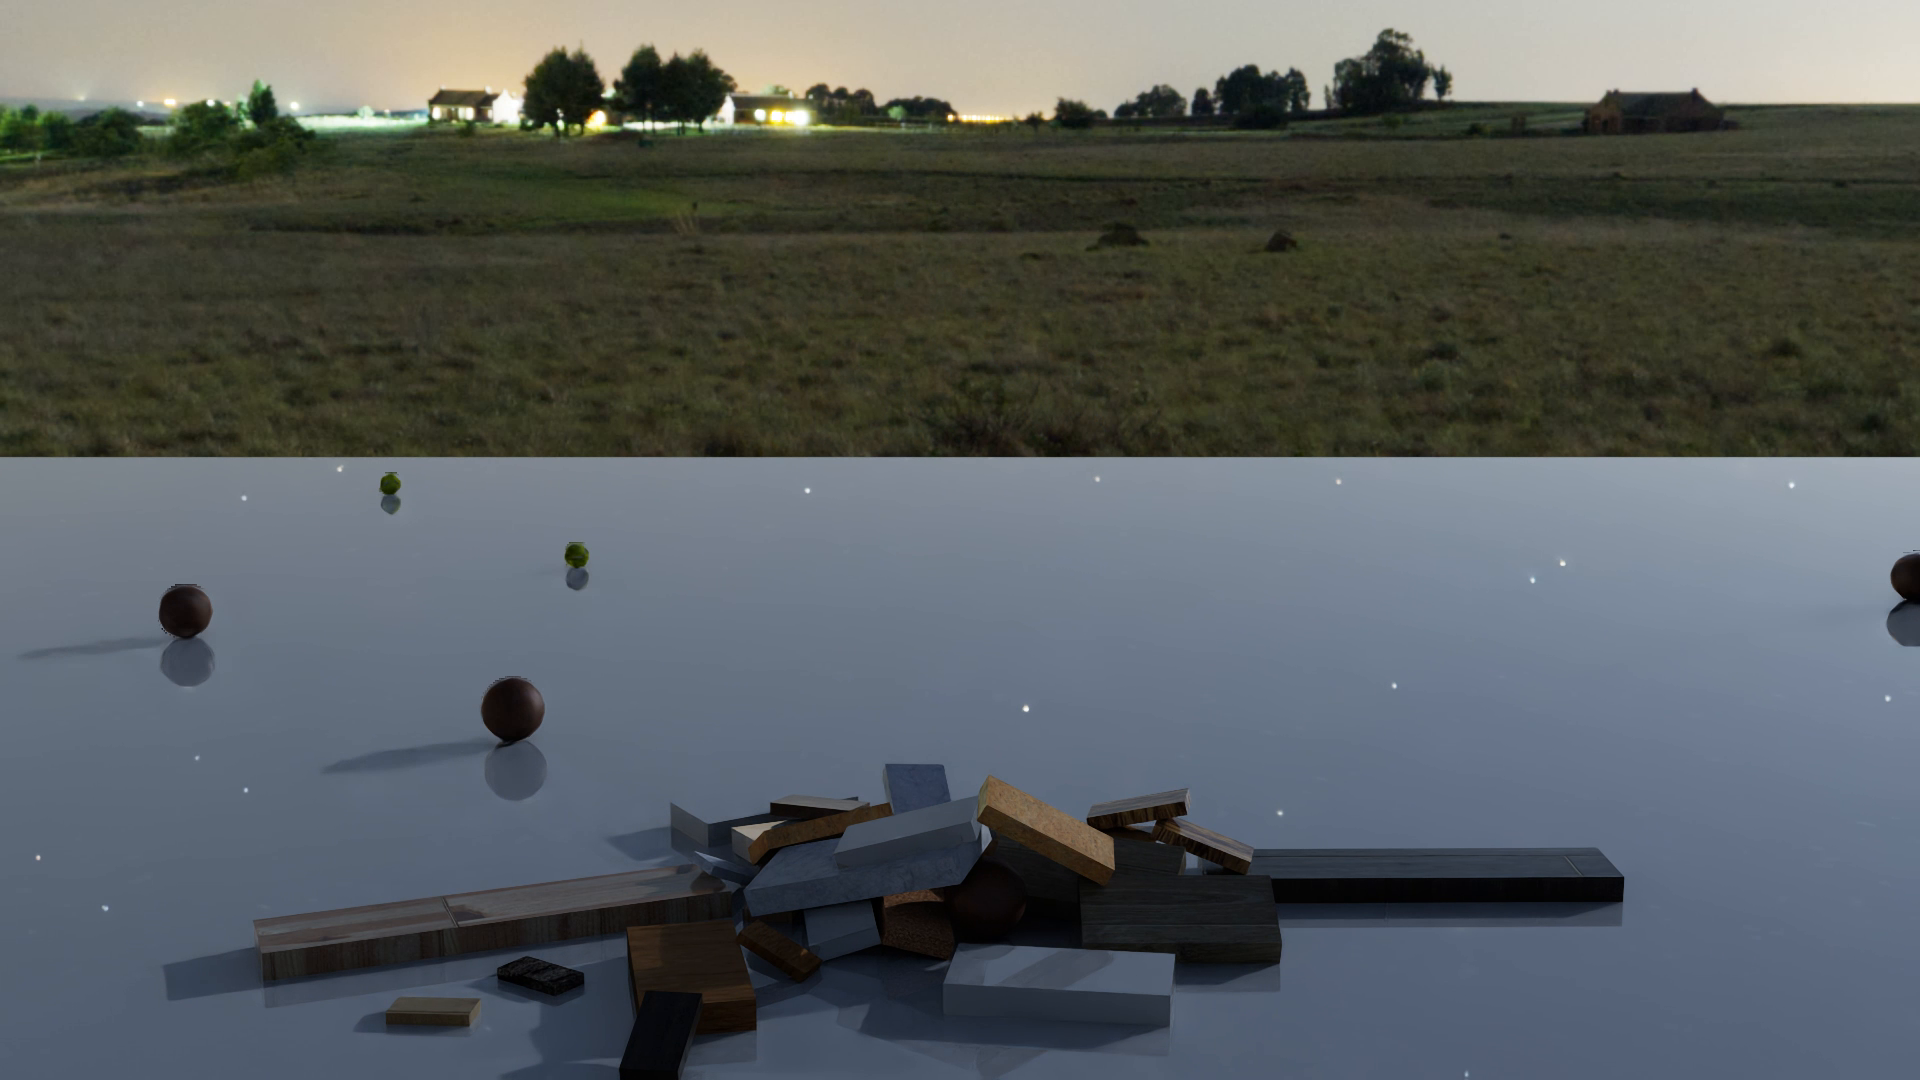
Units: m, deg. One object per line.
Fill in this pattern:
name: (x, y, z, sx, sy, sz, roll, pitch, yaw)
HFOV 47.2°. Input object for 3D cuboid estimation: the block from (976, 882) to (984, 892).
block: (0.076, 0.564, 3.696, 0.104, 0.015, 0.052, -15, 11, -1)

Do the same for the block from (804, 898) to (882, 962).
block: (-0.189, 0.593, 3.461, 0.107, 0.030, 0.214, -17, 15, -3)

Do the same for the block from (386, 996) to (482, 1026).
block: (-0.755, 0.676, 3.157, 0.121, 0.017, 0.060, 1, 11, 3)

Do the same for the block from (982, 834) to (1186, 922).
block: (0.202, 0.546, 3.564, 0.302, 0.043, 0.151, 6, 40, 16)

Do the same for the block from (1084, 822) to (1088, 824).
block: (0.189, 0.497, 3.834, 0.076, 0.022, 0.278, 10, -7, 42)

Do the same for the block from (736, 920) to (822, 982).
block: (-0.273, 0.621, 3.325, 0.121, 0.017, 0.060, 29, 19, 16)

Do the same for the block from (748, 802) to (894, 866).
block: (-0.235, 0.498, 3.724, 0.227, 0.032, 0.113, -10, -18, -24)

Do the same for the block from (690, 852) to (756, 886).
block: (-0.388, 0.551, 3.663, 0.061, 0.017, 0.121, 25, -1, 44)

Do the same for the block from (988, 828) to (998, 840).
block: (-0.056, 0.502, 3.668, 0.215, 0.030, 0.108, -18, 14, -12)

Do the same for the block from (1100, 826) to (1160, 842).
block: (0.248, 0.501, 3.694, 0.167, 0.024, 0.084, 1, 10, 9)

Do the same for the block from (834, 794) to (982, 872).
block: (-0.078, 0.462, 3.470, 0.227, 0.032, 0.113, -15, 12, 12)

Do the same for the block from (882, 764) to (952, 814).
block: (-0.066, 0.482, 3.841, 0.107, 0.030, 0.214, 2, 42, -15)

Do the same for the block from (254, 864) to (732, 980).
block: (-0.735, 0.601, 3.492, 0.727, 0.044, 0.154, -4, 11, -22)

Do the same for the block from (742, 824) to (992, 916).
block: (-0.147, 0.518, 3.506, 0.368, 0.046, 0.163, -13, 13, 22)

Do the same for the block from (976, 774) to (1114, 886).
block: (0.136, 0.456, 3.463, 0.227, 0.032, 0.113, 28, 17, -6)

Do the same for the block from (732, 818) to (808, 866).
block: (-0.232, 0.521, 3.872, 0.308, 0.044, 0.154, -5, 4, -22)

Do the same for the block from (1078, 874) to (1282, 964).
block: (0.338, 0.587, 3.412, 0.302, 0.043, 0.151, 0, 34, 0)

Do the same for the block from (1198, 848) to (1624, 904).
block: (0.751, 0.563, 3.696, 0.686, 0.043, 0.151, 0, 11, -1)

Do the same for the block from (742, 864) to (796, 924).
block: (-0.301, 0.580, 3.606, 0.080, 0.023, 0.159, 1, 18, 6)

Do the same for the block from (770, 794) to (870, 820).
block: (-0.250, 0.480, 3.928, 0.159, 0.023, 0.080, 3, 6, 24)

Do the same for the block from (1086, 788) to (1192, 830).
block: (0.302, 0.455, 3.713, 0.168, 0.024, 0.084, -11, 6, 12)

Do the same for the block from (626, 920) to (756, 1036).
block: (-0.400, 0.645, 3.248, 0.163, 0.046, 0.326, -2, 11, -11)

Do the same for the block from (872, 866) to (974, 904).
block: (-0.096, 0.552, 3.640, 0.215, 0.030, 0.108, -18, 14, -13)

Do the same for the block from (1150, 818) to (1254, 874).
block: (0.405, 0.505, 3.674, 0.168, 0.024, 0.084, 21, 12, 8)

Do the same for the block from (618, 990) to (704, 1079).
block: (-0.407, 0.678, 3.003, 0.080, 0.023, 0.159, 2, 28, 6)

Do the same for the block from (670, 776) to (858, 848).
block: (-0.359, 0.498, 4.045, 0.308, 0.044, 0.154, -7, 12, -32)

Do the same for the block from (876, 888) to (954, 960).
block: (-0.074, 0.586, 3.464, 0.107, 0.030, 0.214, 15, 14, -10)

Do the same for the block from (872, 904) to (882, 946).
block: (-0.139, 0.612, 3.502, 0.065, 0.018, 0.130, 3, 11, 13)

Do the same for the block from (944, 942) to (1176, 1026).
block: (0.148, 0.650, 3.222, 0.326, 0.046, 0.163, 1, 11, 8)

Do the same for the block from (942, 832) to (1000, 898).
block: (0.029, 0.538, 3.693, 0.215, 0.030, 0.108, -21, 15, -18)

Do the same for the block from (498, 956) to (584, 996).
block: (-0.627, 0.652, 3.290, 0.121, 0.017, 0.060, 7, 13, 34)

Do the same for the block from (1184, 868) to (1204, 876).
block: (0.324, 0.575, 3.669, 0.167, 0.024, 0.084, -2, 11, -1)
